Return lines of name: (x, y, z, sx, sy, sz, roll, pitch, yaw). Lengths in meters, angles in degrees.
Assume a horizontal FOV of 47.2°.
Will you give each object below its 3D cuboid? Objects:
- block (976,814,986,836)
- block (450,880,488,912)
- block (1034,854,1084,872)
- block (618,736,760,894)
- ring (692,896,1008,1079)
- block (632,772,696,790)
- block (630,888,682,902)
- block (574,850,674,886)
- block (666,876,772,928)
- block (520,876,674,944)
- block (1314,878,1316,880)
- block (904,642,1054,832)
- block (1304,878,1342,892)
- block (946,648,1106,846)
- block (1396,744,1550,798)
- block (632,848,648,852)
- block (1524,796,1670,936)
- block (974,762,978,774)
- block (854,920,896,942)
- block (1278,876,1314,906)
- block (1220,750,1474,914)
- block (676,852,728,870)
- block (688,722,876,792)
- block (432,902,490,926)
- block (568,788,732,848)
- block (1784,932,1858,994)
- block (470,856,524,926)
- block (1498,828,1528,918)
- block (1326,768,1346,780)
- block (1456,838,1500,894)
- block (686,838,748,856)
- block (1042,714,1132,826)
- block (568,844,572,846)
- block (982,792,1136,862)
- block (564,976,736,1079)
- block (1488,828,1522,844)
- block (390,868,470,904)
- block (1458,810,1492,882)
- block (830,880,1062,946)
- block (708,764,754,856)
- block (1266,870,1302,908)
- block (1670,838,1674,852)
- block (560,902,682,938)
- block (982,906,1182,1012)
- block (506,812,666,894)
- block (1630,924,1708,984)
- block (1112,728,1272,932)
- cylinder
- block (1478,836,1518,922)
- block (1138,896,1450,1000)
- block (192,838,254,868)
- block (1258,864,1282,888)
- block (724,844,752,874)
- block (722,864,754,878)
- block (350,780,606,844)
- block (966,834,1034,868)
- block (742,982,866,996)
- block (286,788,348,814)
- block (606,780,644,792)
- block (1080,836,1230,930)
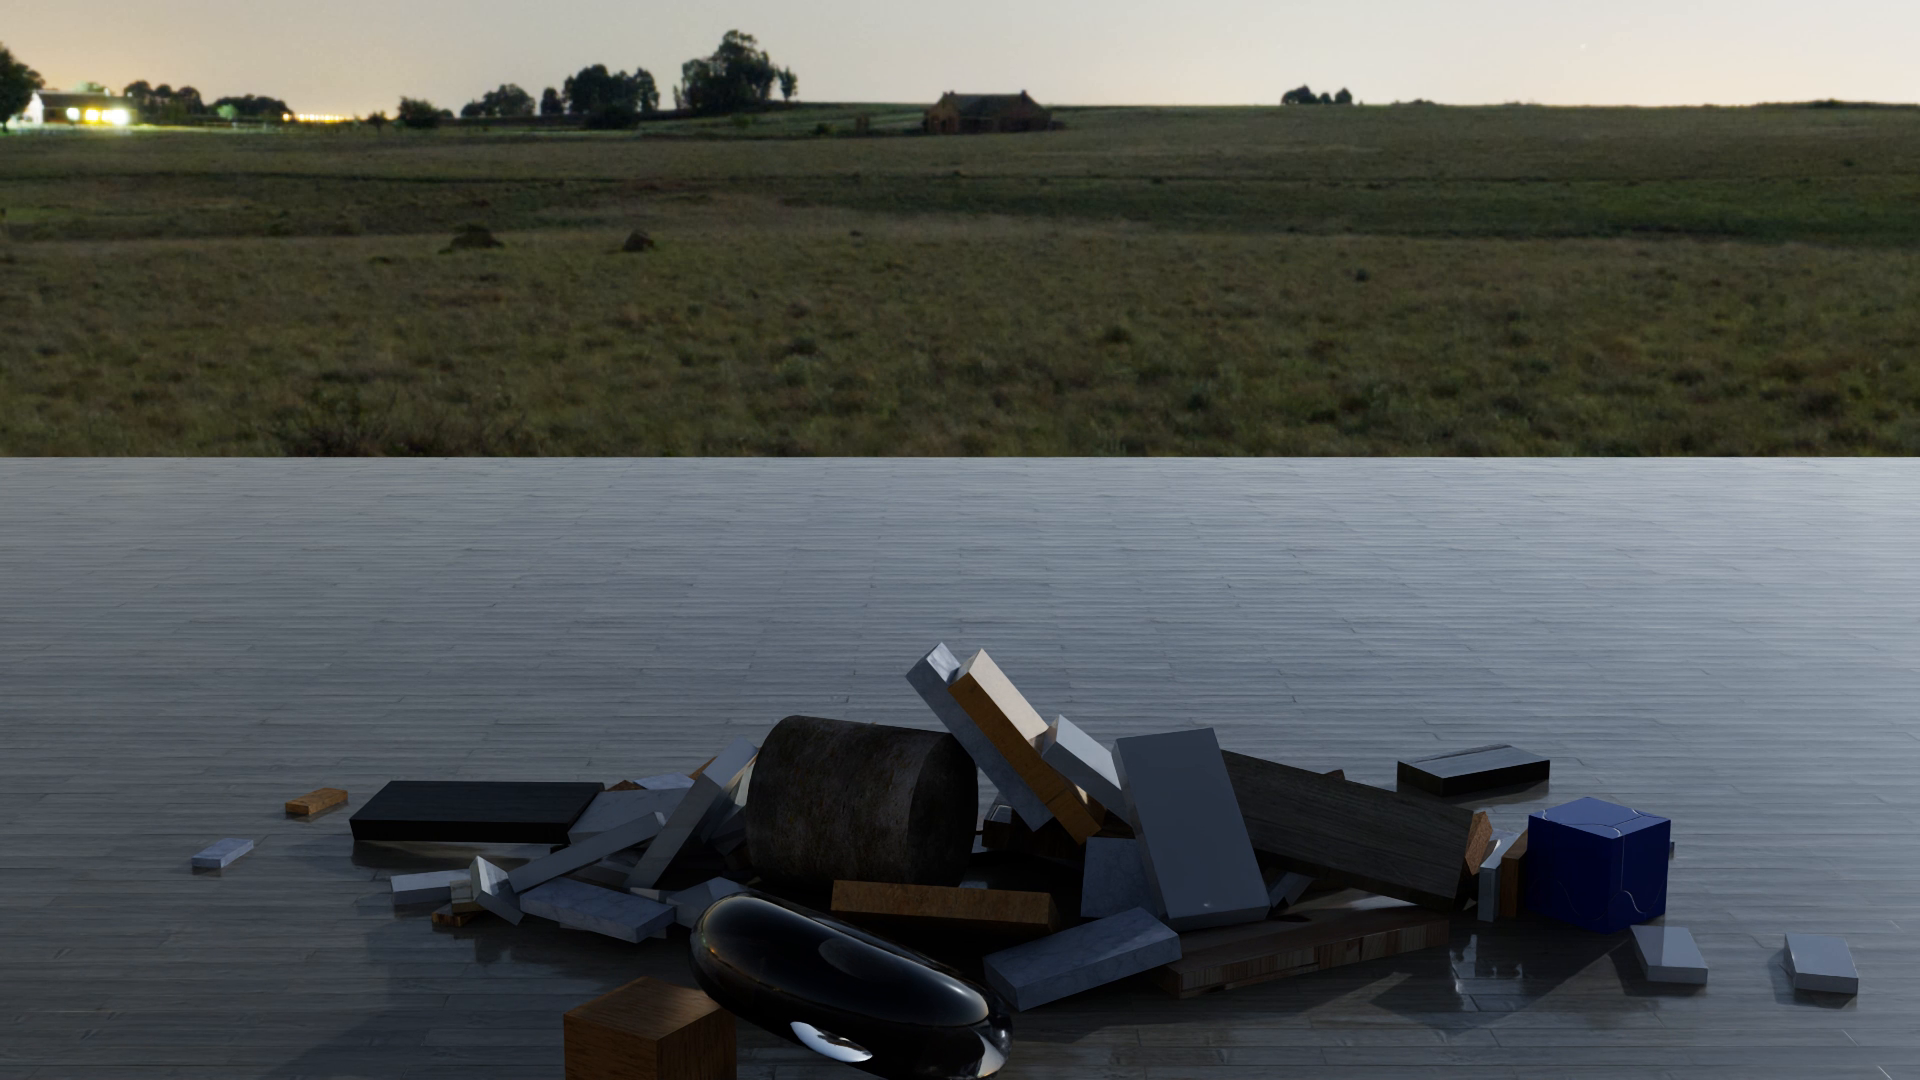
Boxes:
block: (0.044, 0.521, 3.968, 0.182, 0.026, 0.091, -2, 11, -10)
block: (-0.803, 0.580, 3.592, 0.056, 0.016, 0.112, -3, 11, -15)
block: (0.234, 0.521, 3.816, 0.338, 0.048, 0.169, 14, 17, 34)
block: (-0.444, 0.461, 3.595, 0.042, 0.295, 0.148, 38, 27, 3)
ring: (-0.144, 0.593, 2.892, 0.448, 0.149, 0.448, 21, -8, 3)
block: (-0.500, 0.464, 3.959, 0.095, 0.027, 0.191, -7, 15, -37)
block: (-0.465, 0.577, 3.559, 0.065, 0.018, 0.130, -1, -11, 37)
block: (-0.595, 0.557, 3.772, 0.191, 0.027, 0.095, 7, 13, 35)
block: (-0.323, 0.597, 3.458, 0.256, 0.036, 0.128, 13, 15, 32)
block: (-0.576, 0.585, 3.486, 0.241, 0.026, 0.091, 8, 17, 31)
block: (0.621, 0.541, 3.763, 0.198, 0.028, 0.099, -8, 13, -35)
block: (0.044, 0.325, 3.662, 0.047, 0.330, 0.165, -40, 0, 11)
block: (0.594, 0.573, 3.713, 0.121, 0.017, 0.061, -4, 11, -22)
block: (0.115, 0.339, 3.638, 0.047, 0.334, 0.165, -40, 3, 13)
block: (1.008, 0.451, 4.315, 0.269, 0.038, 0.135, -6, 12, -27)
block: (-0.446, 0.519, 3.987, 0.081, 0.023, 0.351, 9, 14, 40)
block: (1.035, 0.527, 3.574, 0.159, 0.159, 0.159, -8, 13, -38)
block: (-0.079, 0.455, 4.207, 0.111, 0.031, 0.222, 16, 22, 39)
block: (-0.233, 0.619, 3.265, 0.273, 0.039, 0.136, -3, 11, -14)
block: (0.569, 0.521, 3.672, 0.198, 0.028, 0.099, -44, 31, -24)
block: (0.602, 0.469, 3.569, 0.428, 0.047, 0.166, 13, 55, 13)
block: (-0.449, 0.556, 3.815, 0.094, 0.013, 0.047, 1, 11, 7)
block: (-0.331, 0.417, 4.088, 0.338, 0.048, 0.169, -14, 7, 18)
block: (-0.802, 0.599, 3.576, 0.056, 0.016, 0.112, 5, 11, 23)
block: (-0.536, 0.481, 3.805, 0.256, 0.036, 0.128, -5, 25, 22)
block: (1.304, 0.640, 3.333, 0.086, 0.024, 0.173, 3, 11, 15)
block: (-0.755, 0.570, 3.583, 0.081, 0.023, 0.161, 35, 1, -19)
block: (0.933, 0.545, 3.638, 0.028, 0.099, 0.198, 6, 12, 28)
block: (0.614, 0.472, 4.114, 0.208, 0.029, 0.104, -9, -11, -40)
block: (0.858, 0.553, 3.703, 0.089, 0.025, 0.178, -21, 2, 24)
block: (-0.459, 0.504, 3.916, 0.111, 0.031, 0.222, -2, 13, -19)
block: (0.257, 0.404, 3.621, 0.273, 0.039, 0.136, 37, 14, -5)
block: (-0.468, 0.473, 4.209, 0.056, 0.016, 0.757, 7, 14, 33)
block: (0.220, 0.492, 3.728, 0.338, 0.048, 0.169, 7, 14, 10)
block: (-0.395, 0.670, 2.815, 0.154, 0.154, 0.154, 7, 13, 33)
block: (0.948, 0.533, 3.841, 0.089, 0.025, 0.178, -6, 4, -27)
block: (-0.866, 0.577, 3.675, 0.161, 0.023, 0.081, -3, 11, -18)
block: (0.819, 0.534, 3.734, 0.132, 0.037, 0.265, -21, 2, 23)
block: (-0.018, 0.577, 3.382, 0.331, 0.047, 0.166, 2, -23, 10)
block: (-0.348, 0.435, 3.848, 0.148, 0.042, 0.295, -43, 8, 14)
block: (0.539, 0.517, 3.647, 0.202, 0.029, 0.101, -44, 31, -25)
block: (1.198, 0.537, 3.905, 0.122, 0.017, 0.061, -2, 11, -10)
block: (-0.539, 0.603, 3.529, 0.183, 0.026, 0.091, 3, 11, 15)
block: (0.181, 0.622, 3.274, 0.265, 0.037, 0.132, -14, 15, -18)
block: (-0.610, 0.515, 3.627, 0.256, 0.036, 0.128, -22, -7, -5)
block: (1.083, 0.634, 3.367, 0.086, 0.024, 0.173, 1, 11, 8)
block: (0.364, 0.457, 3.493, 0.166, 0.047, 0.331, -5, 52, -13)
cylinder: (-0.158, 0.449, 3.641, 0.289, 0.289, 0.289, 5, 11, 23)
block: (0.888, 0.555, 3.612, 0.025, 0.089, 0.178, 6, 12, 28)
block: (0.513, 0.622, 3.390, 0.499, 0.039, 0.136, -5, 12, -27)
block: (-1.292, 0.548, 3.853, 0.055, 0.016, 0.110, 2, 11, 11)
block: (0.514, 0.498, 3.642, 0.202, 0.029, 0.101, -45, 31, -26)
block: (-0.297, 0.503, 3.831, 0.104, 0.029, 0.281, -29, -2, 27)
block: (-0.377, 0.560, 3.793, 0.049, 0.014, 0.098, 1, 11, 3)
block: (-0.861, 0.485, 3.934, 0.438, 0.042, 0.148, -2, 22, 19)
block: (0.027, 0.544, 3.846, 0.182, 0.026, 0.091, -3, 11, -17)
block: (-0.230, 0.650, 3.277, 0.183, 0.026, 0.091, 0, 11, -1)
block: (-1.215, 0.492, 4.153, 0.055, 0.016, 0.110, 5, 12, 24)
block: (-0.586, 0.484, 3.914, 0.095, 0.027, 0.191, -28, 26, -30)
block: (0.331, 0.551, 3.521, 0.265, 0.132, 0.037, 2, -25, 10)
